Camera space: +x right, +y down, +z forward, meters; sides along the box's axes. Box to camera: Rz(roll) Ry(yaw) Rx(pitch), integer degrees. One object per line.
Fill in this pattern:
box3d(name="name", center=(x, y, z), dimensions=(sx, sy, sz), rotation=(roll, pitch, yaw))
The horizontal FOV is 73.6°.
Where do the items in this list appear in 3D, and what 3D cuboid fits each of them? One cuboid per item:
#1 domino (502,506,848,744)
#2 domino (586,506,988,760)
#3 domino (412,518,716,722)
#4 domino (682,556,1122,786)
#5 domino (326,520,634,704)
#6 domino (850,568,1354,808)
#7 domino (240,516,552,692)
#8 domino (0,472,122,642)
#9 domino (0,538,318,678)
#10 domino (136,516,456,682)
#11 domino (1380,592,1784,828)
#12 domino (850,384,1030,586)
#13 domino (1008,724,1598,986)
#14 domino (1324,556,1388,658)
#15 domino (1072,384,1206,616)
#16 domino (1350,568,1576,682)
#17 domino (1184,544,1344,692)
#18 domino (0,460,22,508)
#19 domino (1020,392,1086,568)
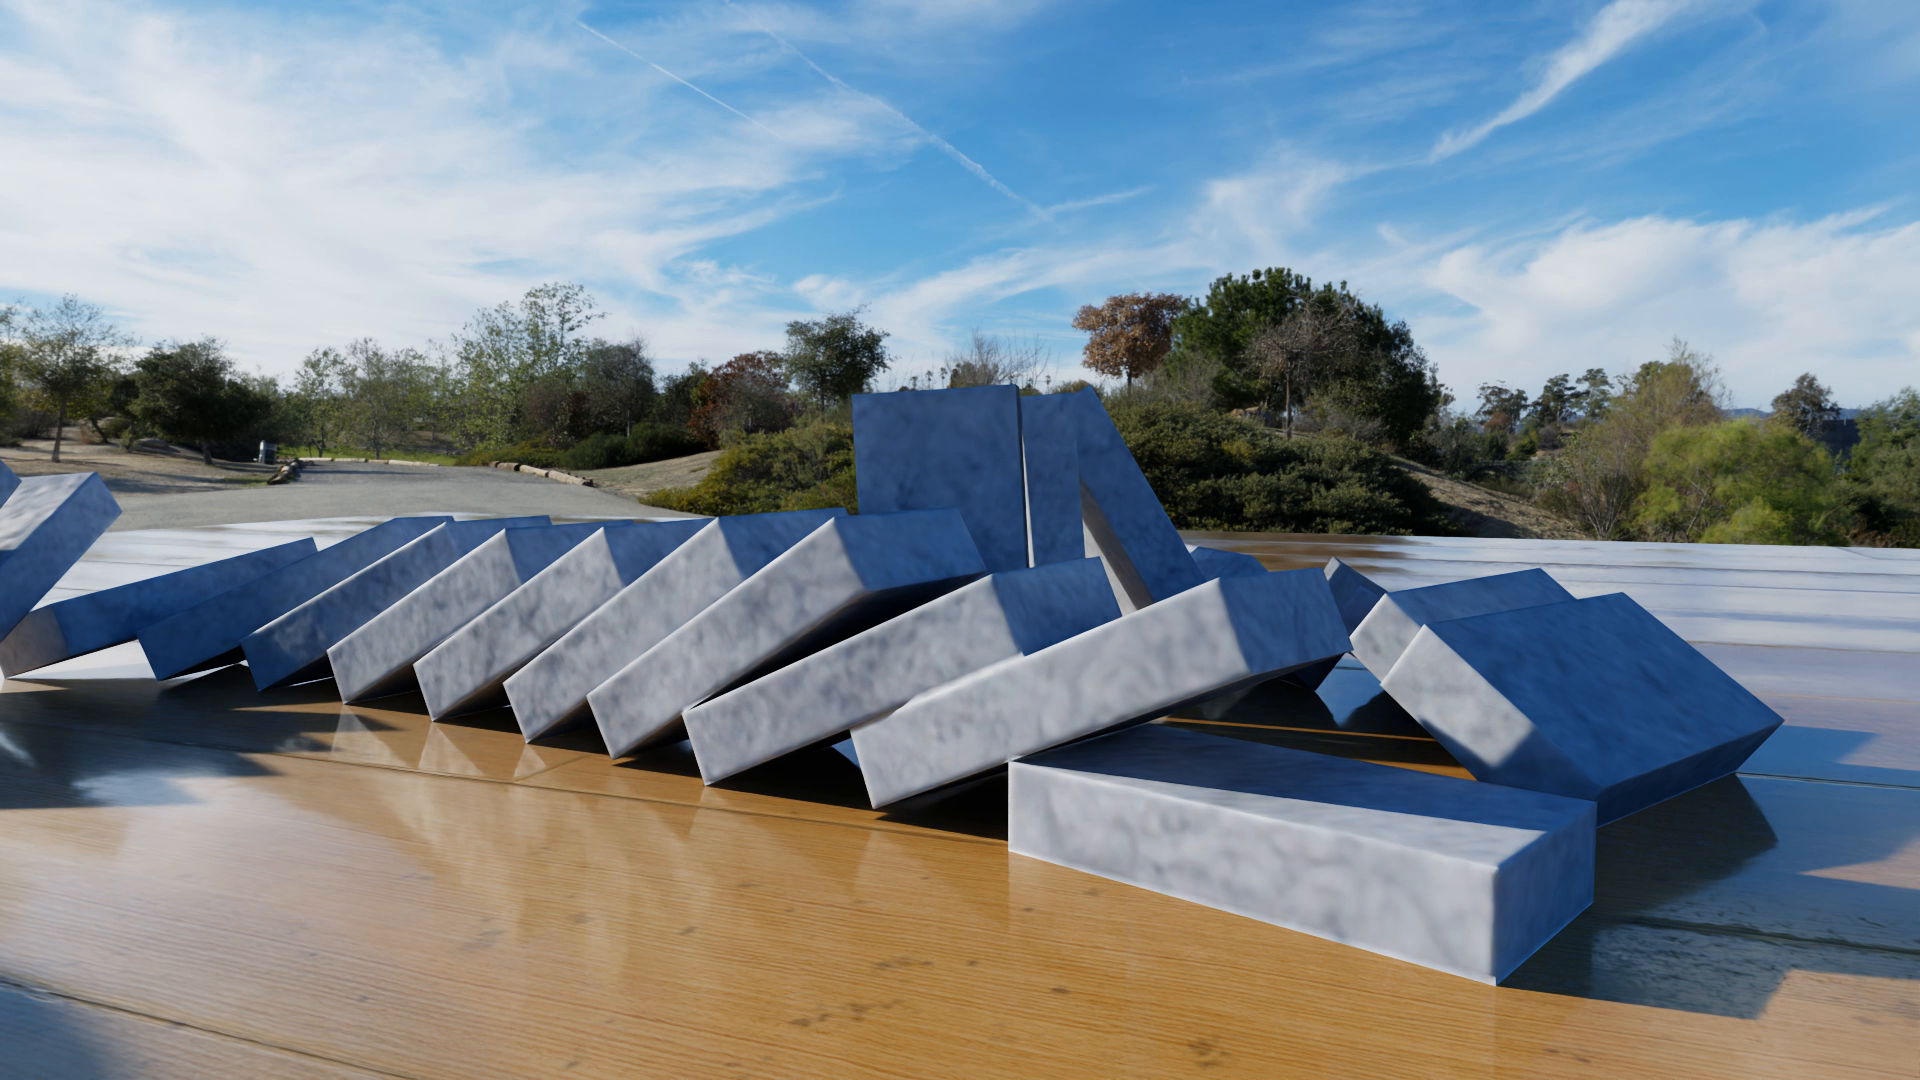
box3d(name="domino", center=(-0.039, 0.012, 0.181), dimensions=(0.050, 0.009, 0.025), rotation=(-33, -14, 31))
box3d(name="domino", center=(-0.023, 0.012, 0.168), dimensions=(0.050, 0.010, 0.025), rotation=(-33, -14, 31))
box3d(name="domino", center=(-0.057, 0.012, 0.195), dimensions=(0.050, 0.010, 0.025), rotation=(-30, -12, 32))
box3d(name="domino", center=(-0.007, 0.016, 0.158), dimensions=(0.050, 0.009, 0.025), rotation=(-25, -10, 32))
box3d(name="domino", center=(-0.077, 0.012, 0.209), dimensions=(0.050, 0.010, 0.025), rotation=(-27, -11, 30))
box3d(name="domino", center=(0.015, 0.017, 0.142), dimensions=(0.050, 0.009, 0.025), rotation=(-26, -15, 35))
box3d(name="domino", center=(-0.096, 0.011, 0.223), dimensions=(0.050, 0.010, 0.025), rotation=(-25, -6, 20))
box3d(name="domino", center=(-0.175, 0.007, 0.225), dimensions=(0.025, 0.010, 0.050), rotation=(-4, 38, 6))
box3d(name="domino", center=(-0.153, 0.012, 0.247), dimensions=(0.025, 0.009, 0.050), rotation=(-14, 6, 31))
box3d(name="domino", center=(-0.119, 0.010, 0.236), dimensions=(0.050, 0.009, 0.025), rotation=(-24, 2, 1))
box3d(name="domino", center=(0.076, 0.020, 0.156), dimensions=(0.050, 0.009, 0.025), rotation=(-3, 41, -39))
box3d(name="domino", center=(-0.002, 0.002, 0.200), dimensions=(0.025, 0.050, 0.010), rotation=(-3, 4, 7))
box3d(name="domino", center=(0.032, 0.028, 0.126), dimensions=(0.050, 0.010, 0.025), rotation=(4, 6, 42))
box3d(name="domino", center=(0.073, 0.016, 0.215), dimensions=(0.025, 0.009, 0.050), rotation=(34, 10, 7))
box3d(name="domino", center=(0.029, -0.001, 0.227), dimensions=(0.009, 0.050, 0.025), rotation=(-30, -2, -11))
box3d(name="domino", center=(0.079, 0.017, 0.182), dimensions=(0.050, 0.010, 0.025), rotation=(-4, 44, -44))
box3d(name="domino", center=(0.048, 0.013, 0.242), dimensions=(0.025, 0.010, 0.050), rotation=(42, -7, -14))
box3d(name="domino", center=(-0.180, 0.006, 0.207), dimensions=(0.025, 0.050, 0.009), rotation=(1, -40, 10))
box3d(name="domino", center=(0.011, 0.001, 0.217), dimensions=(0.009, 0.050, 0.025), rotation=(-8, 7, -25))
